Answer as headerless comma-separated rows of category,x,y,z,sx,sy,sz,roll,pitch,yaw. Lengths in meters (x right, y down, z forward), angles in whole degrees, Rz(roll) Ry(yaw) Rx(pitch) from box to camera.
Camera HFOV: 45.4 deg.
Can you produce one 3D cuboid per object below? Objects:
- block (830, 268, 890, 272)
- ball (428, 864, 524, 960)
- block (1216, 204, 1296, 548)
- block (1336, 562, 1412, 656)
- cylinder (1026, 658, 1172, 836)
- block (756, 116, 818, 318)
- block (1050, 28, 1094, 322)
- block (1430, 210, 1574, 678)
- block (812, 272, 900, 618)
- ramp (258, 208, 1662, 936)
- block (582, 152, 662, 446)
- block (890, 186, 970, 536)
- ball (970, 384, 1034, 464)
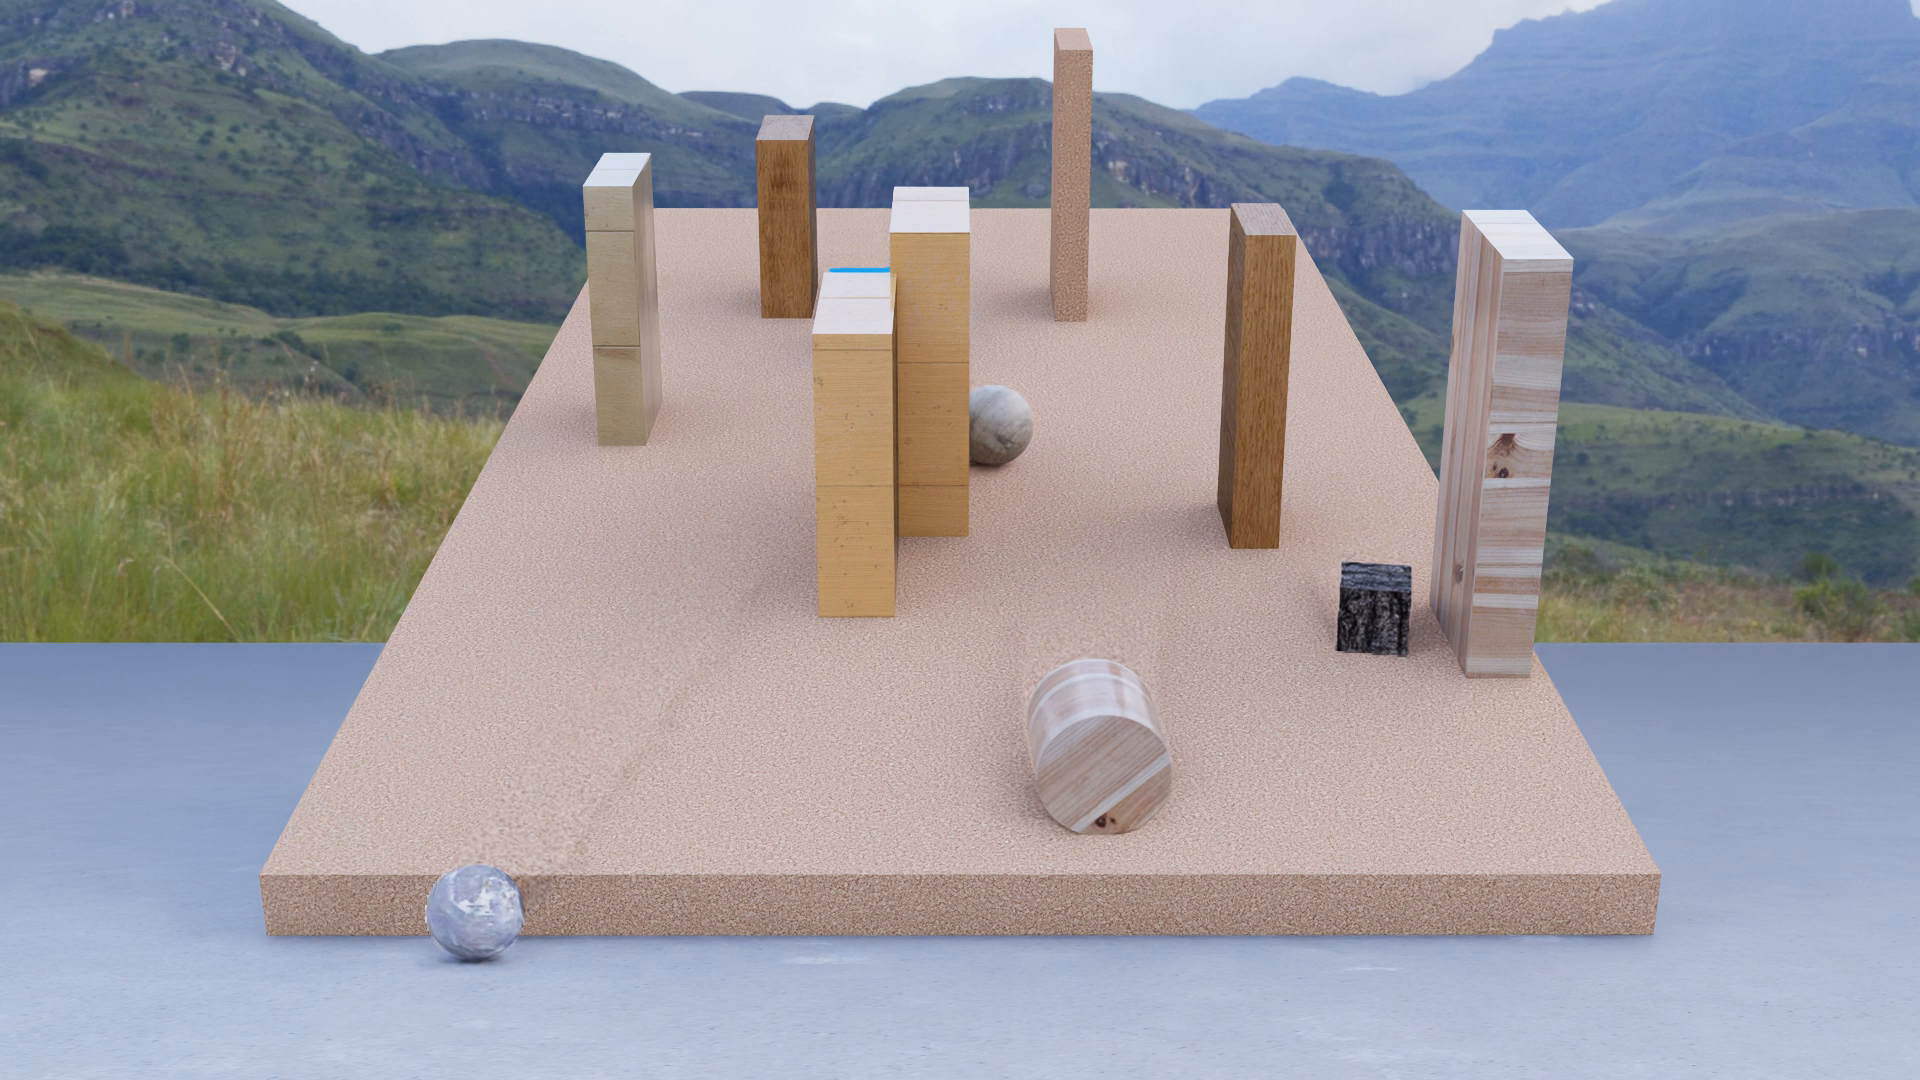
block,-0.215,-0.537,5.539,0.195,0.195,0.195,-1,22,-3
ball,-0.645,0.496,3.058,0.126,0.126,0.126,0,-2,0
block,0.568,-0.316,4.422,0.092,0.619,0.247,0,22,0
block,0.723,0.120,4.003,0.121,0.121,0.121,4,22,9
cylinder,0.205,0.308,3.429,0.197,0.197,0.197,0,22,-4
block,-0.445,-0.839,5.937,0.129,0.460,0.310,0,22,0
block,0.283,-0.938,5.879,0.082,0.689,0.330,0,22,0
block,0.910,-0.164,3.895,0.109,0.729,0.323,0,22,0
block,-0.186,-0.181,4.201,0.136,0.529,0.398,0,22,0
ramp,-0.006,-0.220,5.146,2.000,0.100,4.000,0,22,0
block,-0.732,-0.528,5.010,0.102,0.571,0.319,0,22,0
block,-0.057,-0.357,4.536,0.149,0.608,0.368,0,22,0
ball,0.074,-0.244,4.845,0.168,0.168,0.168,0,-2,0
